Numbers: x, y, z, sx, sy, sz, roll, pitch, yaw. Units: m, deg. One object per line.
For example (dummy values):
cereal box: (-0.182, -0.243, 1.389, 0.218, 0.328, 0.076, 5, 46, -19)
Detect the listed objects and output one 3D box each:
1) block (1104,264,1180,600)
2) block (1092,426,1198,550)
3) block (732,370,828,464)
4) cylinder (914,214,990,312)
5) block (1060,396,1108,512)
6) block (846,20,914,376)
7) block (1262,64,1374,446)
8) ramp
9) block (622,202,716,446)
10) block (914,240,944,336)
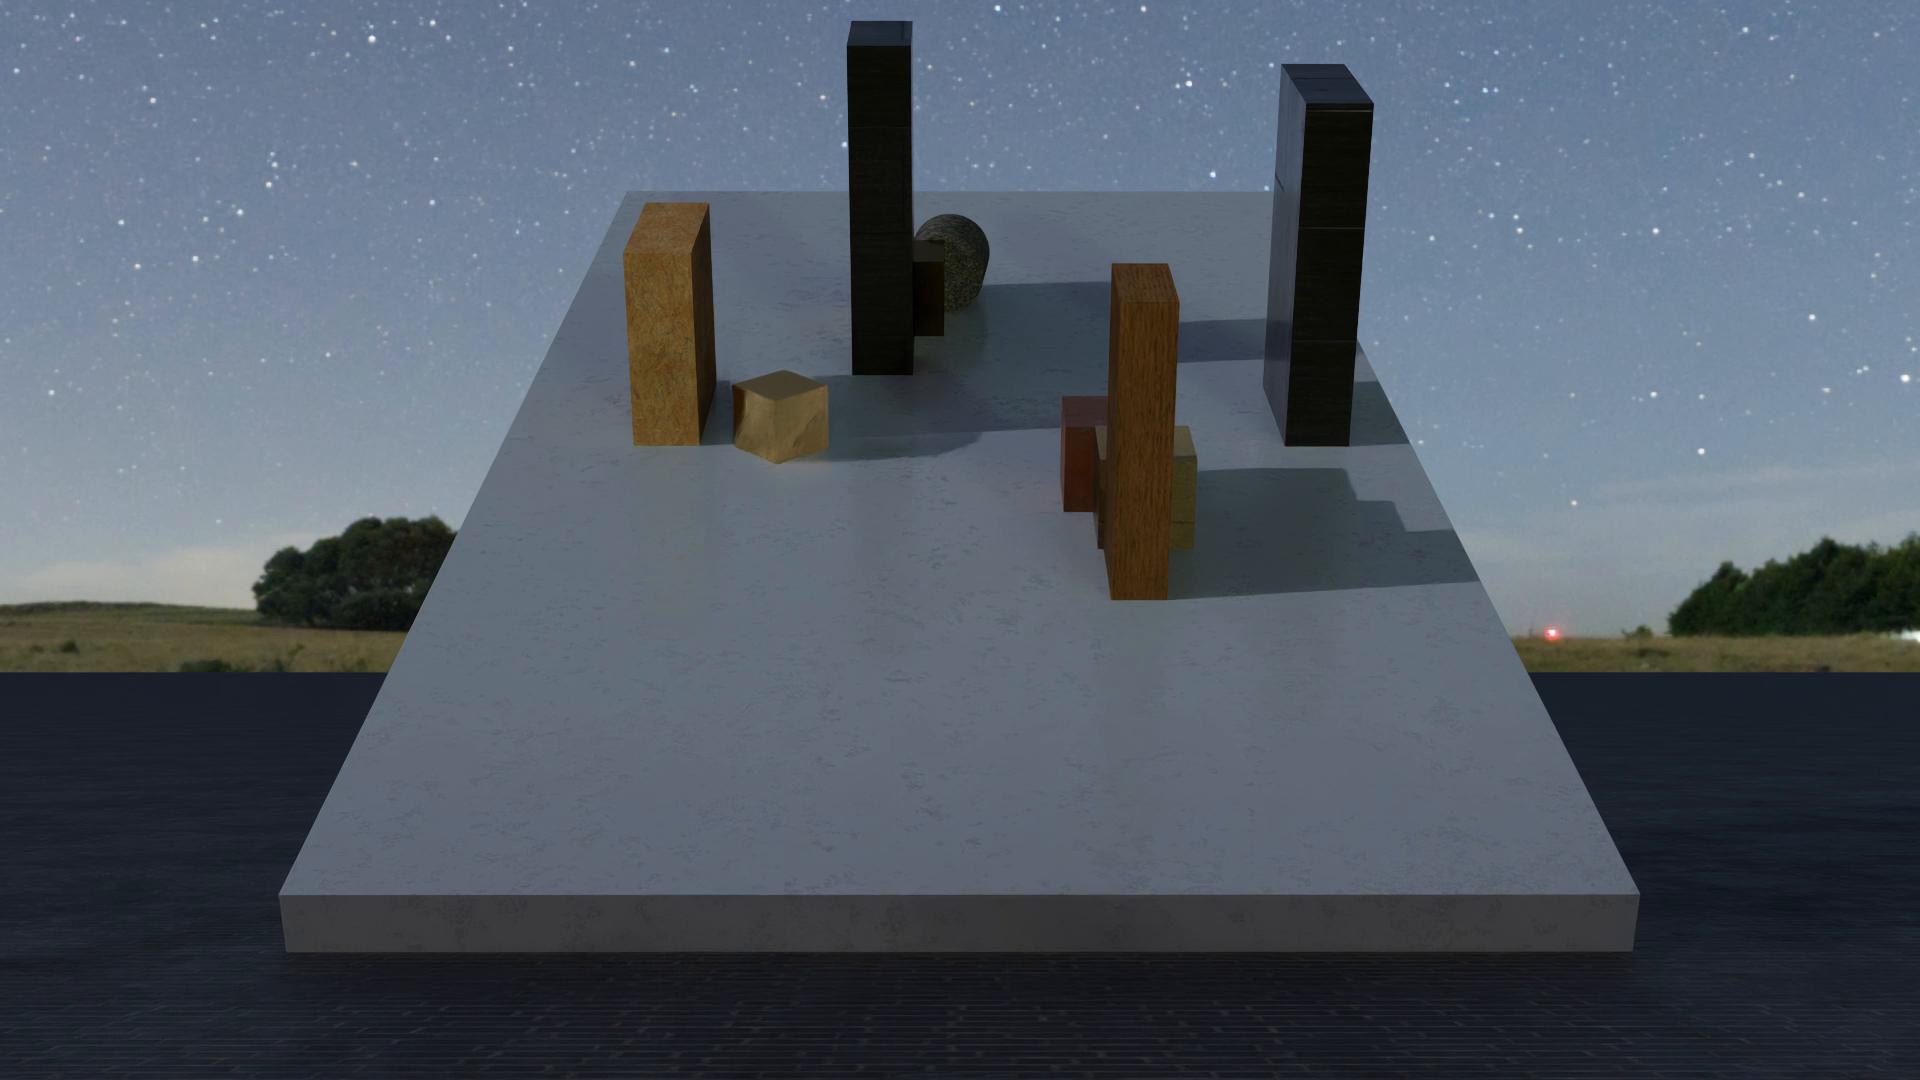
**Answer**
block: (0.337, -0.203, 4.342, 0.105, 0.584, 0.240, 0, 23, 0)
block: (0.366, -0.106, 4.617, 0.189, 0.189, 0.189, 0, 23, 0)
block: (-0.390, -0.269, 5.045, 0.146, 0.146, 0.146, -21, 31, -39)
cylinder: (-0.033, -0.720, 6.015, 0.206, 0.206, 0.206, 0, 23, 6)
block: (0.305, -0.179, 4.790, 0.185, 0.185, 0.185, 0, 23, 0)
block: (-0.184, -0.810, 5.495, 0.144, 0.782, 0.294, 0, 23, 0)
block: (0.784, -0.632, 5.117, 0.140, 0.759, 0.394, 0, 23, 0)
ramp: (-0.008, -0.227, 5.258, 2.000, 0.100, 4.000, 0, 23, 0)
block: (-0.644, -0.488, 5.184, 0.144, 0.437, 0.409, 0, 23, 0)
block: (-0.136, -0.635, 5.835, 0.192, 0.192, 0.192, 0, 23, 0)
